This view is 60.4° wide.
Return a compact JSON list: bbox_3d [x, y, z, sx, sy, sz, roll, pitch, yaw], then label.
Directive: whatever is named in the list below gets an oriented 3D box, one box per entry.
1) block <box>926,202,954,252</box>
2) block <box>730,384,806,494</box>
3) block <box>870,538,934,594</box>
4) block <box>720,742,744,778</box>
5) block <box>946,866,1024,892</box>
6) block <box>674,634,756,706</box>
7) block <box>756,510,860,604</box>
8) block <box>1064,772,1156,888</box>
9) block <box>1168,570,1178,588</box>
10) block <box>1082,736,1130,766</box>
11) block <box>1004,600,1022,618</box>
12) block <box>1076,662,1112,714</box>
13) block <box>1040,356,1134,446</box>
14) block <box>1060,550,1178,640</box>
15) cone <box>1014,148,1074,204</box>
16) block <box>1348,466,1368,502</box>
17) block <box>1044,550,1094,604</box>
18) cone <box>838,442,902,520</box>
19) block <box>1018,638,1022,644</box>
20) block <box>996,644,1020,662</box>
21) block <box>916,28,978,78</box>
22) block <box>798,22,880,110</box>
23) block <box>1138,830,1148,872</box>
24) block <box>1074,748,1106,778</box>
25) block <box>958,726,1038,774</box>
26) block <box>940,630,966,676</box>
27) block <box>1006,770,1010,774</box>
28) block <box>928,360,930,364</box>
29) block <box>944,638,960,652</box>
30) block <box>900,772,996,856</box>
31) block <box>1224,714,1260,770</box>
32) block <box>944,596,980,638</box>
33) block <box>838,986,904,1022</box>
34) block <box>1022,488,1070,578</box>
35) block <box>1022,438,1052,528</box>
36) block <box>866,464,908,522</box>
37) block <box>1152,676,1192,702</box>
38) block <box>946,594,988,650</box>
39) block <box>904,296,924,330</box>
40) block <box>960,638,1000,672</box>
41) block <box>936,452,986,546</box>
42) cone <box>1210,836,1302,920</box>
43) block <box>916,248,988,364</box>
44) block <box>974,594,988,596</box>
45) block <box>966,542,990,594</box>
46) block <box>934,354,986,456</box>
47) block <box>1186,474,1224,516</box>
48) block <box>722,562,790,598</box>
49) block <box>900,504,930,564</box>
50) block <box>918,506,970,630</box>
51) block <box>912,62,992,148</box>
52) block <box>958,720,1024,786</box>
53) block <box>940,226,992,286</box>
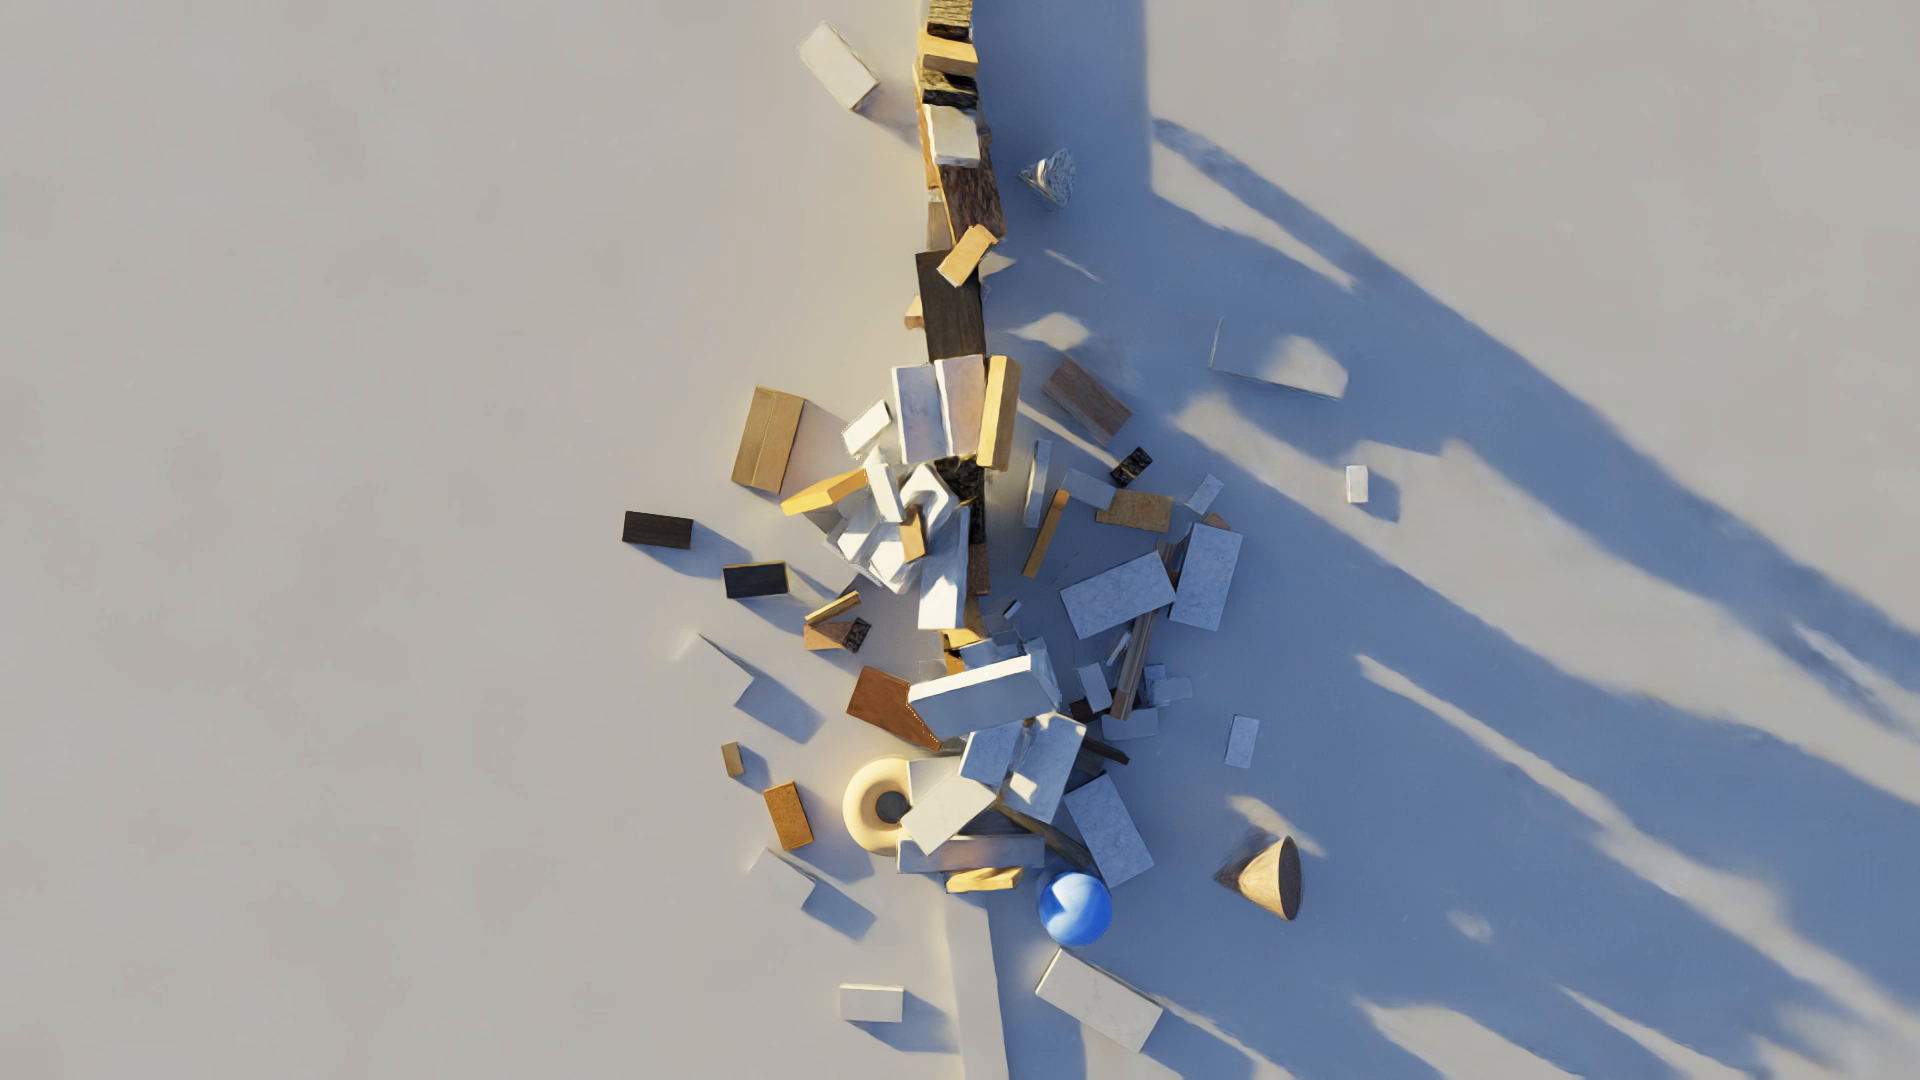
[{"bbox_3d":[-0.038,-0.957,5.405,0.144,0.041,0.289,3,96,1],"label":"block"},{"bbox_3d":[-0.637,-0.334,5.477,0.164,0.047,0.328,15,90,0],"label":"block"},{"bbox_3d":[-0.167,0.004,5.259,0.152,0.043,0.303,39,108,39],"label":"block"},{"bbox_3d":[-0.757,0.730,5.492,0.054,0.015,0.108,-15,90,0],"label":"block"},{"bbox_3d":[0.084,1.098,5.343,0.226,0.113,0.032,-9,96,23],"label":"block"},{"bbox_3d":[-0.814,0.432,5.483,0.242,0.034,0.121,38,90,0],"label":"block"},{"bbox_3d":[-0.496,0.044,5.476,0.332,0.047,0.166,41,90,0],"label":"block"},{"bbox_3d":[0.491,0.960,5.460,0.170,0.048,0.339,-27,85,1],"label":"block"},{"bbox_3d":[0.677,0.129,5.491,0.121,0.017,0.061,8,90,0],"label":"block"},{"bbox_3d":[0.461,0.687,5.441,0.189,0.095,0.027,24,91,-7],"label":"block"},{"bbox_3d":[0.172,0.227,5.431,0.020,0.138,0.069,42,90,0],"label":"block"},{"bbox_3d":[0.448,0.489,5.447,0.076,0.021,0.151,-20,84,-7],"label":"block"},{"bbox_3d":[0.423,-0.464,5.480,0.287,0.041,0.144,41,90,0],"label":"block"},{"bbox_3d":[0.522,0.184,5.434,0.348,0.049,0.174,-23,83,5],"label":"block"},{"bbox_3d":[0.259,-1.208,5.459,0.183,0.183,0.183,9,90,27],"label":"cone"},{"bbox_3d":[1.325,-0.185,5.491,0.061,0.017,0.122,-2,90,0],"label":"block"},{"bbox_3d":[0.364,0.124,5.491,0.061,0.017,0.188,41,90,0],"label":"block"},{"bbox_3d":[-0.276,-0.215,5.445,0.247,0.247,0.247,0,63,0],"label":"cone"},{"bbox_3d":[0.182,0.401,5.473,0.069,0.020,0.138,-11,75,0],"label":"block"},{"bbox_3d":[0.165,0.414,5.428,0.069,0.020,0.138,-10,75,0],"label":"block"},{"bbox_3d":[-0.042,-1.524,5.156,0.166,0.332,0.047,8,119,-9],"label":"block"},{"bbox_3d":[-0.401,-1.566,5.455,0.132,0.037,0.264,-40,92,20],"label":"block"},{"bbox_3d":[0.577,1.040,5.490,0.070,0.020,0.140,-11,90,0],"label":"block"},{"bbox_3d":[0.403,0.725,5.472,0.144,0.020,0.072,24,90,-4],"label":"block"},{"bbox_3d":[0.102,0.628,5.399,0.282,0.040,0.141,31,106,23],"label":"block"},{"bbox_3d":[0.003,0.357,5.433,0.112,0.032,0.223,-12,62,0],"label":"block"},{"bbox_3d":[0.139,0.721,5.485,0.212,0.030,0.106,-32,90,0],"label":"block"},{"bbox_3d":[-0.028,-0.627,5.150,0.144,0.041,0.289,-1,83,0],"label":"block"},{"bbox_3d":[-0.001,0.258,5.439,0.112,0.032,0.223,-3,65,0],"label":"block"},{"bbox_3d":[-0.038,0.873,5.333,0.290,0.041,0.145,-38,76,-15],"label":"block"},{"bbox_3d":[0.937,0.671,5.488,0.083,0.024,0.167,12,90,0],"label":"block"},{"bbox_3d":[0.003,0.204,5.428,0.119,0.034,0.239,-2,65,0],"label":"block"},{"bbox_3d":[-0.296,1.543,5.485,0.210,0.030,0.105,3,90,0],"label":"block"},{"bbox_3d":[0.282,-0.020,5.428,0.041,0.144,0.305,23,90,0],"label":"block"},{"bbox_3d":[0.252,-0.185,5.427,0.041,0.144,0.287,9,90,-3],"label":"block"},{"bbox_3d":[-0.229,-0.146,5.136,0.026,0.090,0.180,-30,110,-38],"label":"block"},{"bbox_3d":[0.703,0.496,5.473,0.135,0.019,0.068,-6,91,-16],"label":"block"},{"bbox_3d":[-0.001,0.228,5.346,0.119,0.034,0.239,-15,70,-6],"label":"block"},{"bbox_3d":[-0.086,-0.744,5.345,0.144,0.289,0.041,-5,111,9],"label":"block"},{"bbox_3d":[0.081,0.437,5.303,0.112,0.032,0.223,-16,98,-3],"label":"block"},{"bbox_3d":[0.002,-0.133,5.280,0.152,0.043,0.303,-8,75,25],"label":"block"},{"bbox_3d":[0.956,1.113,5.440,0.270,0.270,0.270,-5,90,27],"label":"cone"},{"bbox_3d":[-0.028,-0.712,5.055,0.176,0.050,0.351,-8,85,0],"label":"block"},{"bbox_3d":[0.021,0.071,5.441,0.119,0.034,0.239,-5,70,-1],"label":"block"},{"bbox_3d":[0.010,0.021,5.318,0.155,0.044,0.311,-4,76,0],"label":"block"},{"bbox_3d":[0.014,-0.408,4.979,0.143,0.040,0.285,-11,98,-29],"label":"block"},{"bbox_3d":[0.816,-0.152,5.491,0.063,0.018,0.127,36,90,0],"label":"block"},{"bbox_3d":[-0.674,0.133,5.461,0.207,0.029,0.104,-5,100,9],"label":"block"},{"bbox_3d":[-0.144,-0.020,5.130,0.084,0.024,0.168,-25,66,37],"label":"block"},{"bbox_3d":[-0.048,0.089,5.195,0.152,0.043,0.386,-4,80,41],"label":"block"},{"bbox_3d":[-0.026,-1.391,5.261,0.174,0.049,0.347,-10,62,-12],"label":"block"},{"bbox_3d":[0.105,0.643,5.305,0.141,0.040,0.282,16,101,-11],"label":"block"},{"bbox_3d":[0.019,-0.856,4.972,0.081,0.023,0.161,36,97,5],"label":"block"}]
